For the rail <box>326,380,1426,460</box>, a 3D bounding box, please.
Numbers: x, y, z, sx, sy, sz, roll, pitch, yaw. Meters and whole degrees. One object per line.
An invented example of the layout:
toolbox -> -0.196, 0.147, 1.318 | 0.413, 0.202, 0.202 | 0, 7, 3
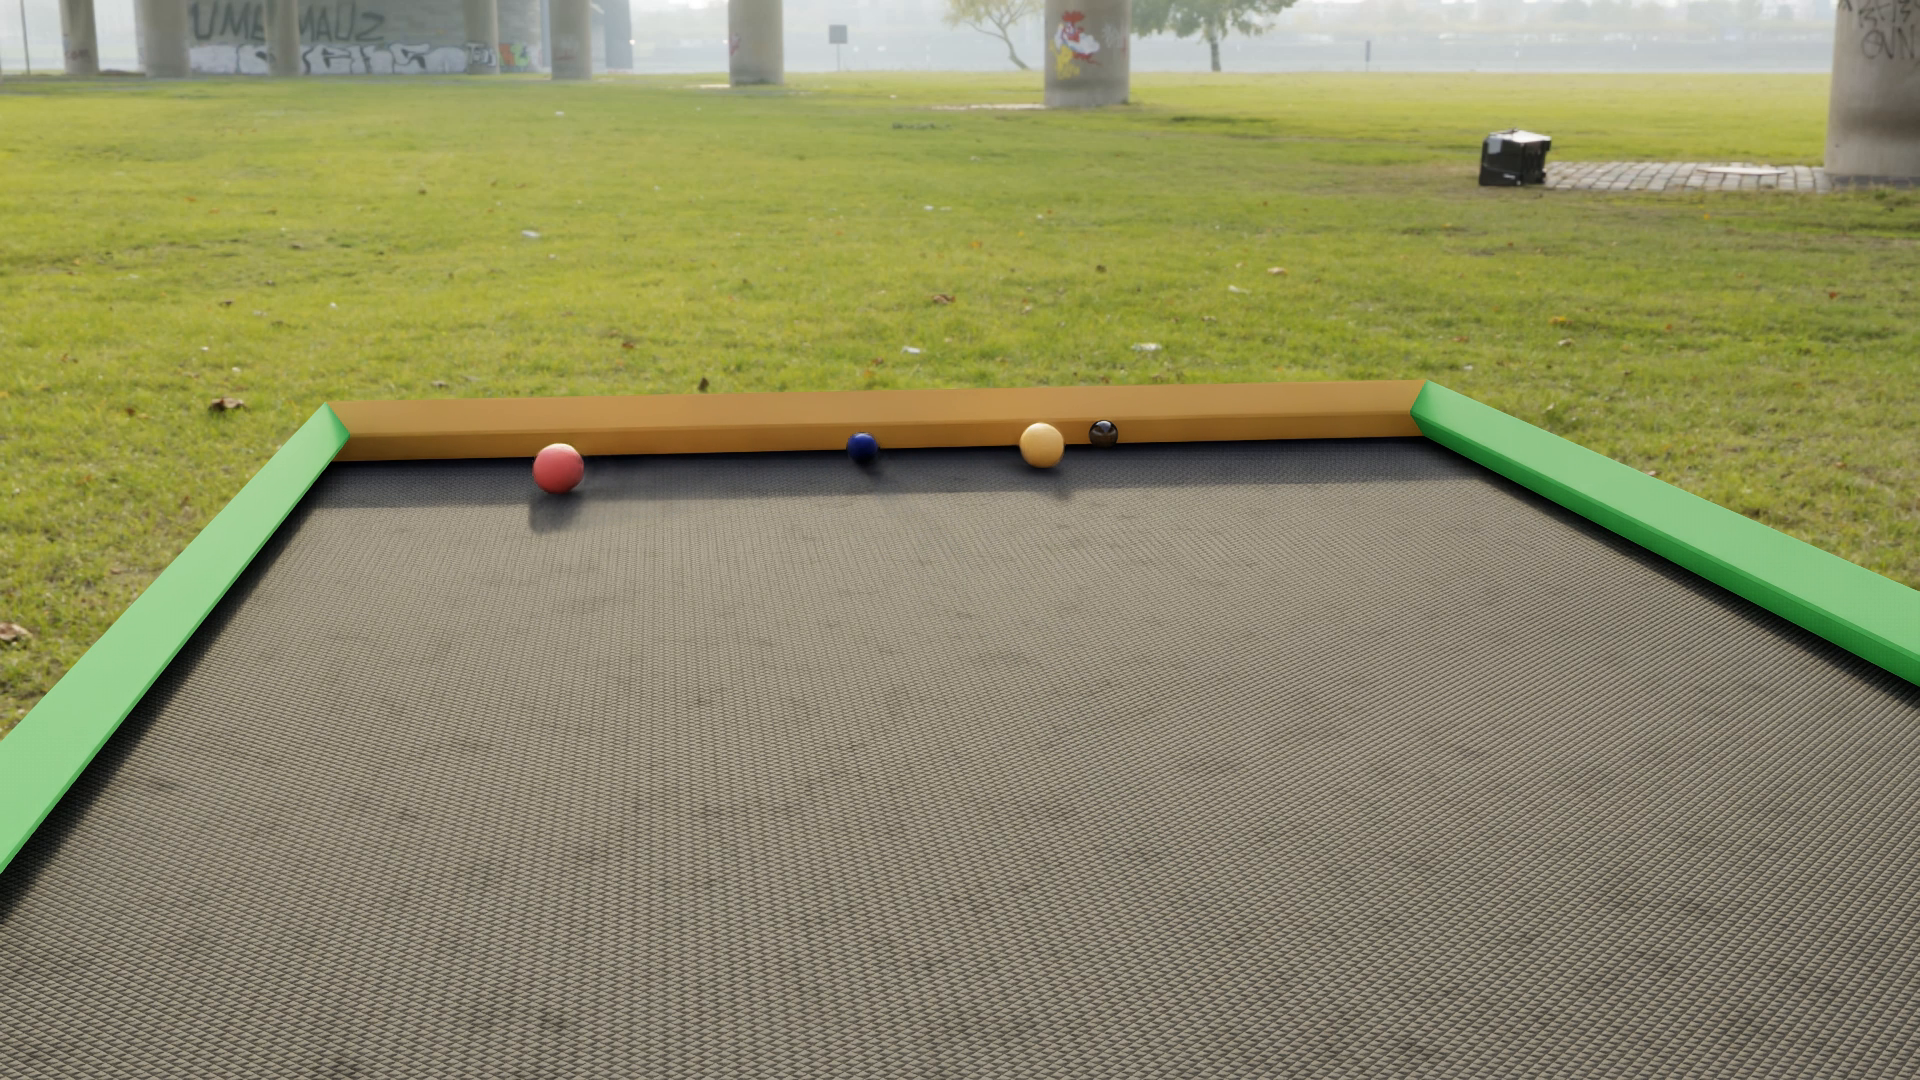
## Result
rail -> -0.113, -0.207, 3.836 | 1.938, 0.102, 0.045 | -2, 13, -7

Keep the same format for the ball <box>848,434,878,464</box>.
ball -> -0.165, -0.155, 3.727 | 0.049, 0.049, 0.049 | 0, 13, 0

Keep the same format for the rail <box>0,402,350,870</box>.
rail -> -0.821, 0.196, 2.031 | 0.045, 0.102, 3.529 | -2, 13, -7

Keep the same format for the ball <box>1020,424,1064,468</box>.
ball -> 0.136, -0.158, 3.683 | 0.074, 0.074, 0.074 | 0, 13, 0

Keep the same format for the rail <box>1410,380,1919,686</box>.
rail -> 1.053, 0.141, 2.274 | 0.045, 0.102, 3.529 | -2, 13, -7

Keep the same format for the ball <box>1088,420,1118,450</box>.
ball -> 0.251, -0.184, 3.853 | 0.052, 0.052, 0.052 | 0, 13, 0

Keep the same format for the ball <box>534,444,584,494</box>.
ball -> -0.633, -0.113, 3.472 | 0.078, 0.078, 0.078 | 0, 13, 0
